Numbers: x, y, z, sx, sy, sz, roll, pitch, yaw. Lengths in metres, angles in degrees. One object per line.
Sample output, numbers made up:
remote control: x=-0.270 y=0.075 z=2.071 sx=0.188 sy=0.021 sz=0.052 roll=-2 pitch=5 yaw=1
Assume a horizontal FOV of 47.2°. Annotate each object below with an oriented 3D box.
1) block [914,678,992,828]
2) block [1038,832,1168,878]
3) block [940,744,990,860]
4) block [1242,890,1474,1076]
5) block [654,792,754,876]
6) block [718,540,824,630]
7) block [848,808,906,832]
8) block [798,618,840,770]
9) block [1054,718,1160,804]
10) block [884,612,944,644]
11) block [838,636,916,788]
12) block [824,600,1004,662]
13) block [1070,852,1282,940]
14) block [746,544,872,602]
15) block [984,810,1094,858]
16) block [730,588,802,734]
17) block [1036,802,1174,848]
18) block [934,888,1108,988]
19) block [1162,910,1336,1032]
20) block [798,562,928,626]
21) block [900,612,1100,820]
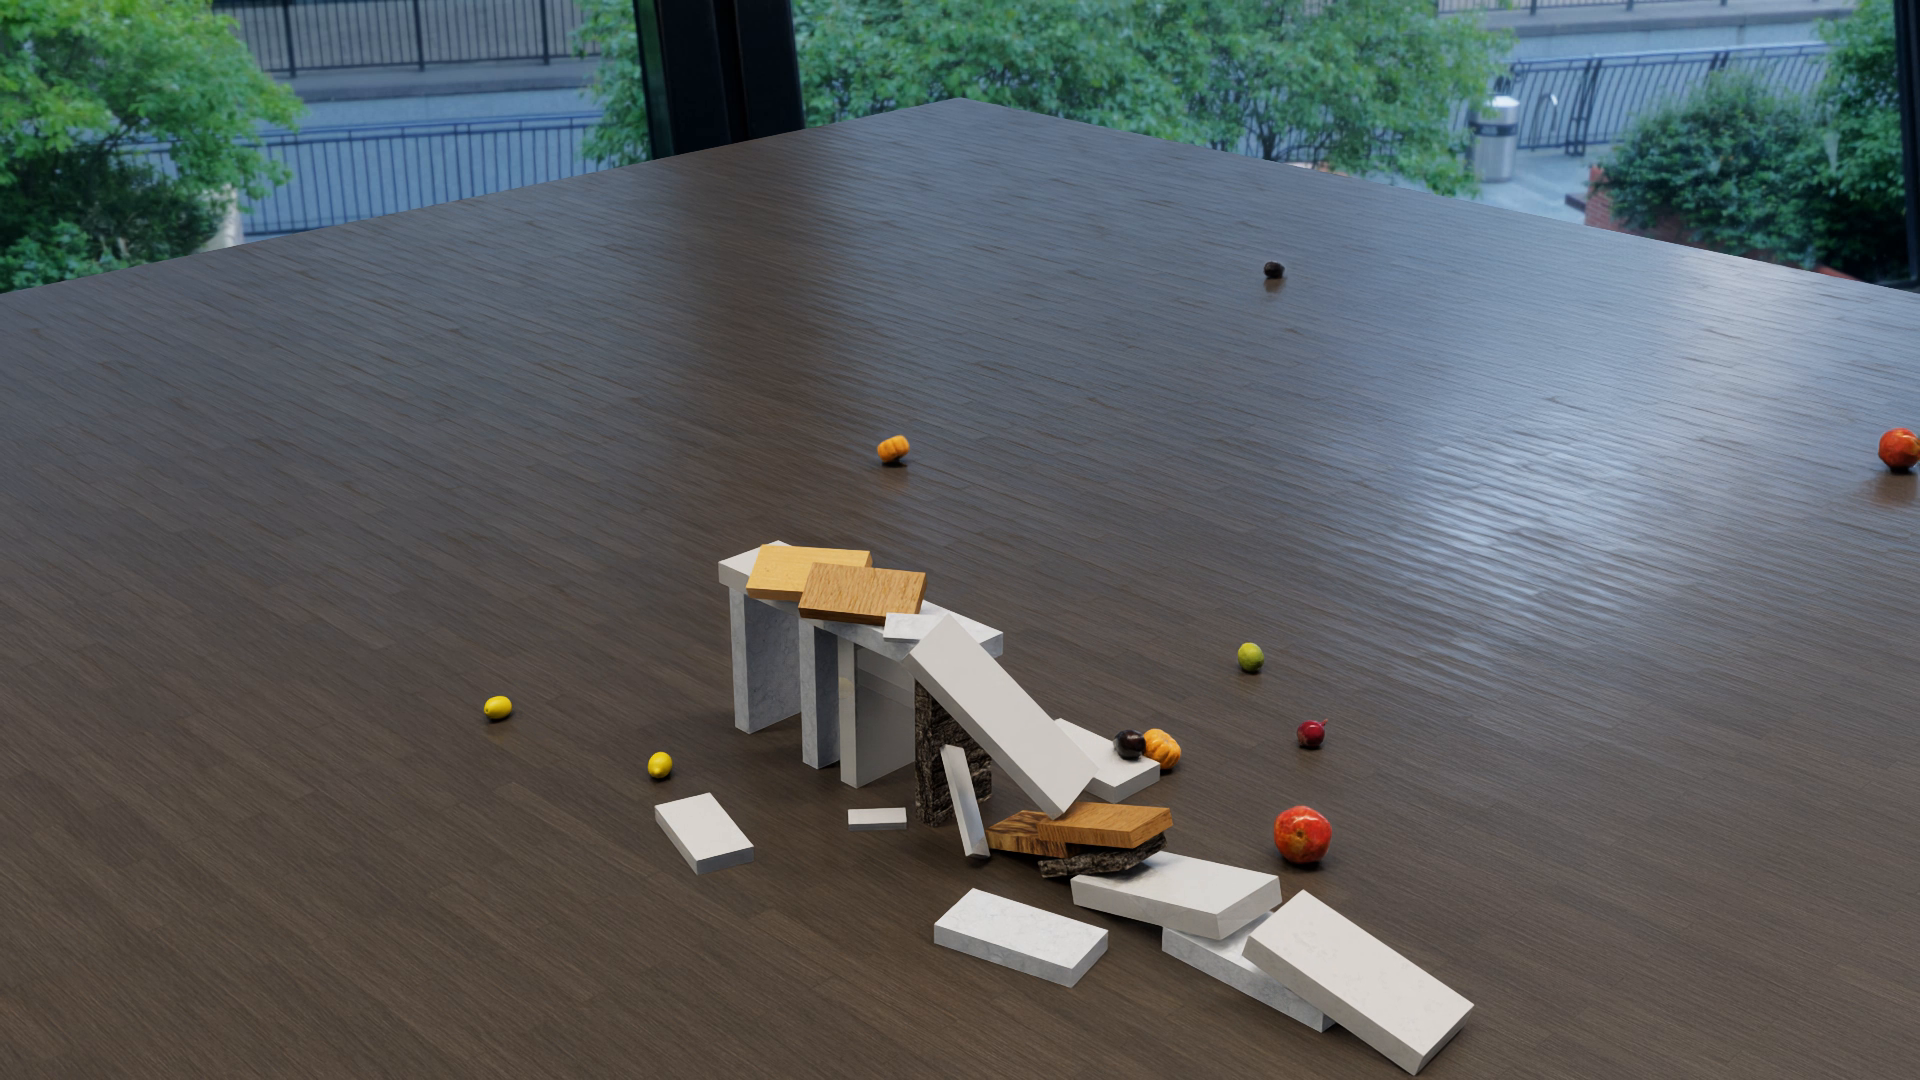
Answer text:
block: x=-0.013 y=0.391 z=4.407 sx=0.169 sy=0.338 sz=0.048 roll=-21 pitch=31 yaw=-41
block: x=0.270 y=0.596 z=4.176 sx=0.118 sy=0.034 sz=0.237 roll=-21 pitch=3 yaw=-40
block: x=0.009 y=0.513 z=4.316 sx=0.016 sy=0.230 sz=0.058 roll=-30 pitch=-30 yaw=29
block: x=0.683 y=0.757 z=3.787 sx=0.356 sy=0.050 sz=0.178 roll=33 pitch=38 yaw=27
block: x=-0.507 y=0.580 z=4.351 sx=0.118 sy=0.033 sz=0.236 roll=-11 pitch=25 yaw=-25
block: x=-0.336 y=0.092 z=4.626 sx=0.335 sy=0.047 sz=0.167 roll=21 pitch=31 yaw=41
block: x=-0.166 y=0.561 z=4.417 sx=0.115 sy=0.016 sz=0.058 roll=-2 pitch=23 yaw=-4
block: x=-0.256 y=0.299 z=4.628 sx=0.047 sy=0.335 sz=0.167 roll=21 pitch=31 yaw=41
block: x=0.266 y=0.462 z=4.620 sx=0.142 sy=0.040 sz=0.283 roll=-21 pitch=31 yaw=-40
block: x=-0.089 y=0.174 z=4.307 sx=0.115 sy=0.016 sz=0.058 roll=3 pitch=55 yaw=7
block: x=-0.171 y=0.329 z=4.553 sx=0.048 sy=0.337 sz=0.169 roll=21 pitch=31 yaw=41
block: x=-0.095 y=0.183 z=4.405 sx=0.338 sy=0.048 sz=0.169 roll=21 pitch=31 yaw=40
block: x=0.396 y=0.648 z=4.066 sx=0.178 sy=0.050 sz=0.356 roll=-21 pitch=18 yaw=-40
block: x=-0.309 y=0.071 z=4.510 sx=0.236 sy=0.033 sz=0.118 roll=3 pitch=49 yaw=16
block: x=0.165 y=0.571 z=4.279 sx=0.118 sy=0.034 sz=0.237 roll=-21 pitch=13 yaw=-40
block: x=-0.414 y=0.237 z=4.773 sx=0.047 sy=0.335 sz=0.167 roll=21 pitch=31 yaw=41
block: x=0.271 y=0.536 z=4.146 sx=0.237 sy=0.034 sz=0.118 roll=-3 pitch=14 yaw=46
block: x=0.111 y=0.723 z=4.006 sx=0.284 sy=0.040 sz=0.142 roll=13 pitch=26 yaw=28
block: x=0.556 y=0.748 z=3.934 sx=0.356 sy=0.050 sz=0.178 roll=21 pitch=31 yaw=40
block: x=-0.194 y=0.111 z=4.405 sx=0.236 sy=0.033 sz=0.118 roll=5 pitch=51 yaw=13
block: x=0.077 y=0.337 z=4.212 sx=0.420 sy=0.040 sz=0.142 roll=46 pitch=47 yaw=-1
